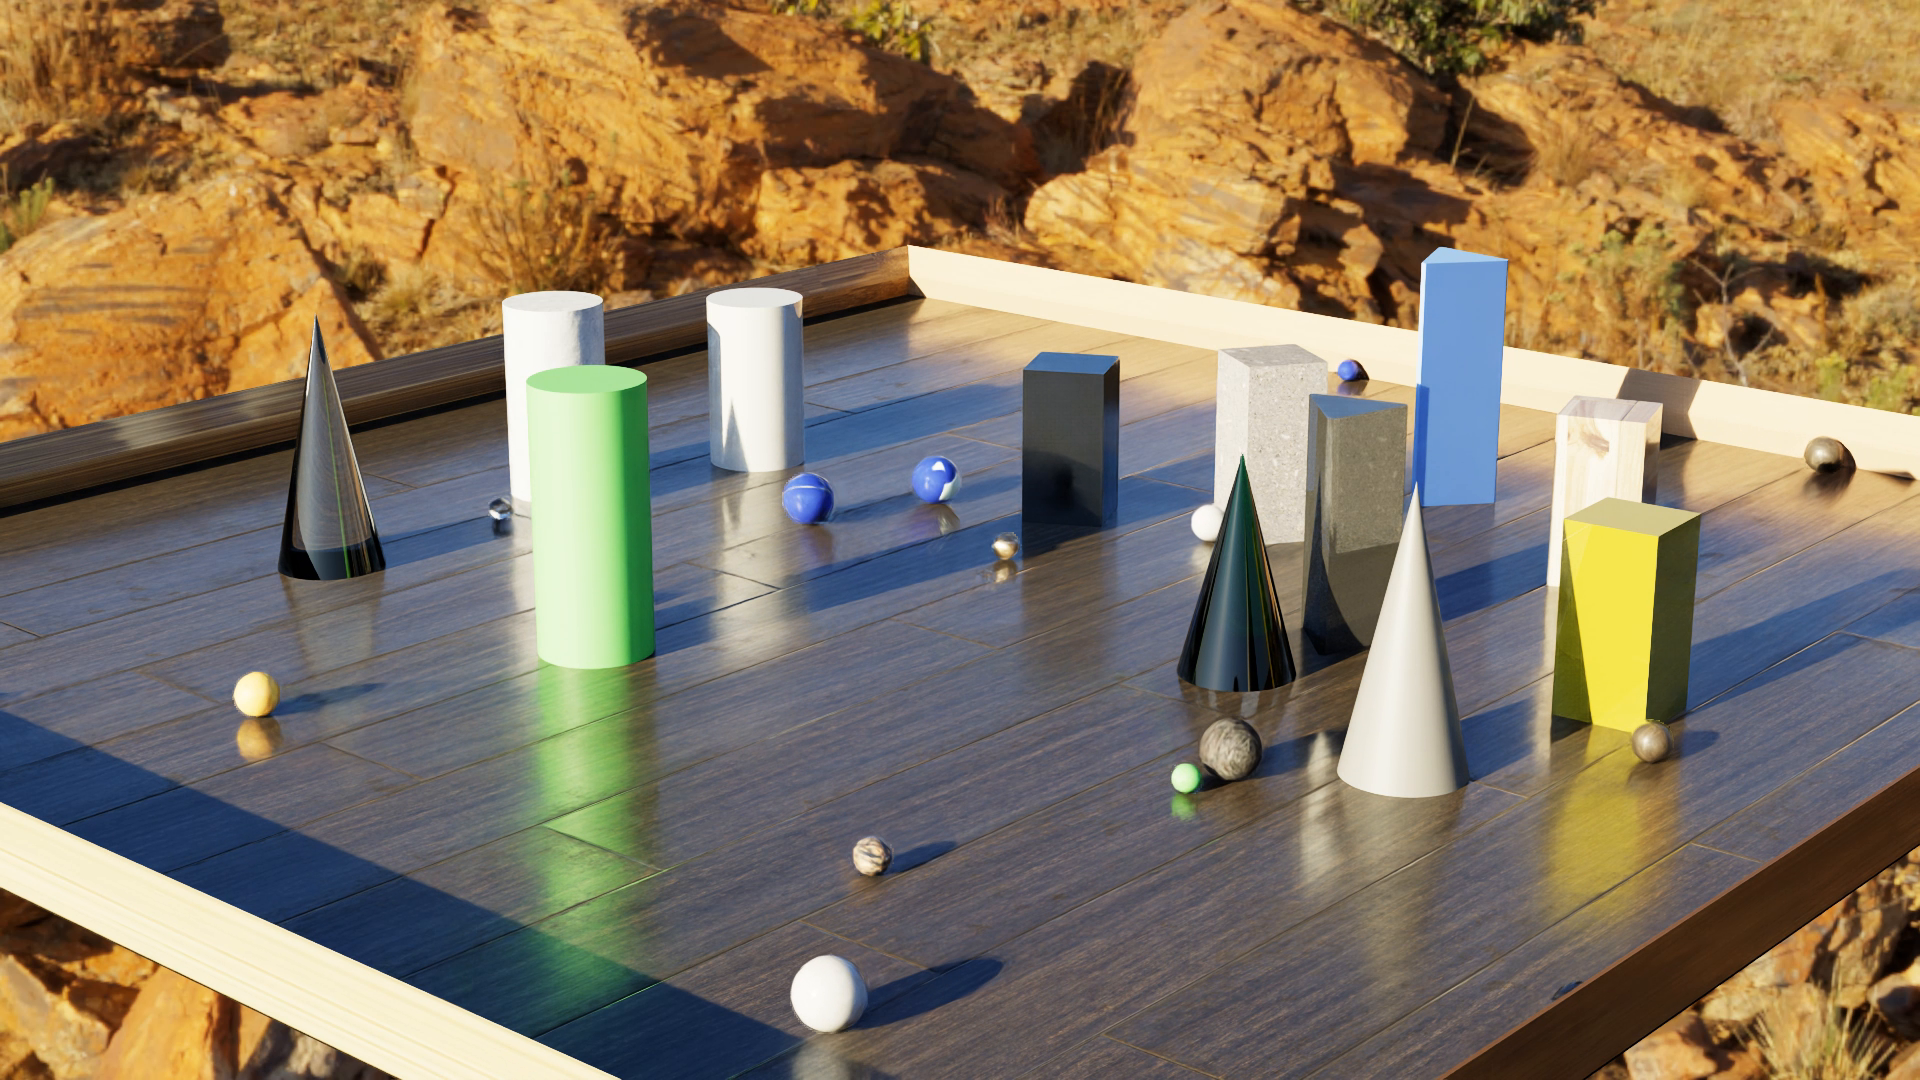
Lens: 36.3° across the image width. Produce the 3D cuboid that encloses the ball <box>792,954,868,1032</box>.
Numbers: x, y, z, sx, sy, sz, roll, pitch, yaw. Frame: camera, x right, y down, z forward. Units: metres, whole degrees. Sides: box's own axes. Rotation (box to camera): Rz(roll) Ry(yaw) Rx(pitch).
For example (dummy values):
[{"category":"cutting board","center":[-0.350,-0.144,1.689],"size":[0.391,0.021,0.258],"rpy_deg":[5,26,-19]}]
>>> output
[{"category":"ball","center":[-0.155,0.541,3.494],"size":[0.092,0.092,0.092],"rpy_deg":[0,17,0]}]

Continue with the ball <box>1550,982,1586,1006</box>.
[{"category":"ball","center":[0.735,0.558,3.484],"size":[0.065,0.065,0.065],"rpy_deg":[0,17,0]}]

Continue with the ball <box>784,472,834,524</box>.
[{"category":"ball","center":[-0.285,-0.079,5.538],"size":[0.097,0.097,0.097],"rpy_deg":[0,17,0]}]

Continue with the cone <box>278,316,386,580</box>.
[{"category":"cone","center":[-1.135,-0.179,5.232],"size":[0.193,0.466,0.193],"rpy_deg":[0,17,0]}]

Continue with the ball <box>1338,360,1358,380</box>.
[{"category":"ball","center":[0.878,-0.384,6.634],"size":[0.048,0.048,0.048],"rpy_deg":[0,17,0]}]

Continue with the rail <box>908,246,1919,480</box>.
[{"category":"rail","center":[1.172,-0.358,6.412],"size":[3.495,0.125,0.045],"rpy_deg":[14,22,39]}]

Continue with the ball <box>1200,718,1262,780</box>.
[{"category":"ball","center":[0.395,0.305,4.276],"size":[0.092,0.092,0.092],"rpy_deg":[0,17,0]}]

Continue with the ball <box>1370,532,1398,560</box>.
[{"category":"ball","center":[0.768,0.011,5.322],"size":[0.050,0.050,0.050],"rpy_deg":[0,17,0]}]

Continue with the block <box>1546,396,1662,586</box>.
[{"category":"block","center":[1.138,-0.081,5.175],"size":[0.154,0.310,0.154],"rpy_deg":[7,18,22]}]

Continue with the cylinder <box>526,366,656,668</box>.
[{"category":"cylinder","center":[-0.600,-0.039,4.779],"size":[0.193,0.459,0.193],"rpy_deg":[0,17,0]}]

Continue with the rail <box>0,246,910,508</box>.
[{"category":"rail","center":[-1.302,-0.295,6.202],"size":[0.045,0.125,3.621],"rpy_deg":[14,22,39]}]

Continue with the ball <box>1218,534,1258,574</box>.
[{"category":"ball","center":[0.496,0.025,5.241],"size":[0.070,0.070,0.070],"rpy_deg":[0,17,0]}]

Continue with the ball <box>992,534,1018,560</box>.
[{"category":"ball","center":[0.083,0.011,5.324],"size":[0.048,0.048,0.048],"rpy_deg":[0,17,0]}]

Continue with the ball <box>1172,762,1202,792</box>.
[{"category":"ball","center":[0.327,0.343,4.232],"size":[0.043,0.043,0.043],"rpy_deg":[0,17,0]}]

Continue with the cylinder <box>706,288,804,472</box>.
[{"category":"cylinder","center":[-0.413,-0.326,5.944],"size":[0.193,0.336,0.193],"rpy_deg":[0,17,0]}]

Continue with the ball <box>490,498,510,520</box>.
[{"category":"ball","center":[-0.874,-0.060,5.572],"size":[0.041,0.041,0.041],"rpy_deg":[0,17,0]}]

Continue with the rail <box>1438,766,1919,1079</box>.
[{"category":"rail","center":[1.302,0.358,4.038],"size":[0.045,0.125,3.621],"rpy_deg":[14,22,39]}]

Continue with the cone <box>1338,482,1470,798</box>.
[{"category":"cone","center":[0.651,0.129,4.246],"size":[0.193,0.445,0.193],"rpy_deg":[0,17,0]}]

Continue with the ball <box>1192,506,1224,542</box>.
[{"category":"ball","center":[0.463,-0.031,5.431],"size":[0.067,0.067,0.067],"rpy_deg":[0,17,0]}]

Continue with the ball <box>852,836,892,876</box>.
[{"category":"ball","center":[-0.118,0.425,3.946],"size":[0.052,0.052,0.052],"rpy_deg":[0,17,0]}]

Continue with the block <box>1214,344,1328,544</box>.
[{"category":"block","center":[0.576,-0.178,5.449],"size":[0.154,0.338,0.154],"rpy_deg":[-5,17,-16]}]

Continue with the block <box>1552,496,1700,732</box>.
[{"category":"block","center":[1.026,0.115,4.518],"size":[0.154,0.316,0.154],"rpy_deg":[12,21,35]}]

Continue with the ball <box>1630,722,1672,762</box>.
[{"category":"ball","center":[1.026,0.299,4.350],"size":[0.059,0.059,0.059],"rpy_deg":[0,17,0]}]

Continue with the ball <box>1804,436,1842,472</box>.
[{"category":"ball","center":[1.733,-0.172,5.887],"size":[0.074,0.074,0.074],"rpy_deg":[0,17,0]}]

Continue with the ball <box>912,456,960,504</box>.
[{"category":"ball","center":[-0.047,-0.117,5.671],"size":[0.093,0.093,0.093],"rpy_deg":[0,17,0]}]

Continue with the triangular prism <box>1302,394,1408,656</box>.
[{"category":"triangular prism","center":[0.622,-0.033,4.861],"size":[0.167,0.401,0.145],"rpy_deg":[-11,20,-32]}]

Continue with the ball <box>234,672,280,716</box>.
[{"category":"ball","center":[-1.086,0.239,4.534],"size":[0.070,0.070,0.070],"rpy_deg":[0,17,0]}]

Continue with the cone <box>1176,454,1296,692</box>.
[{"category":"cone","center":[0.447,0.037,4.686],"size":[0.193,0.367,0.193],"rpy_deg":[0,17,0]}]

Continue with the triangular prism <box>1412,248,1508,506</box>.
[{"category":"triangular prism","center":[0.943,-0.318,5.674],"size":[0.167,0.477,0.145],"rpy_deg":[-3,17,-9]}]

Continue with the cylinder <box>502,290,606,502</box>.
[{"category":"cylinder","center":[-0.786,-0.280,5.717],"size":[0.193,0.379,0.193],"rpy_deg":[0,17,0]}]

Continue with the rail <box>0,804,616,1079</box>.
[{"category":"rail","center":[-1.172,0.421,3.829],"size":[3.495,0.125,0.045],"rpy_deg":[14,22,39]}]

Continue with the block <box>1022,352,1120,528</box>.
[{"category":"block","center":[0.211,-0.193,5.571],"size":[0.154,0.296,0.154],"rpy_deg":[4,17,14]}]
